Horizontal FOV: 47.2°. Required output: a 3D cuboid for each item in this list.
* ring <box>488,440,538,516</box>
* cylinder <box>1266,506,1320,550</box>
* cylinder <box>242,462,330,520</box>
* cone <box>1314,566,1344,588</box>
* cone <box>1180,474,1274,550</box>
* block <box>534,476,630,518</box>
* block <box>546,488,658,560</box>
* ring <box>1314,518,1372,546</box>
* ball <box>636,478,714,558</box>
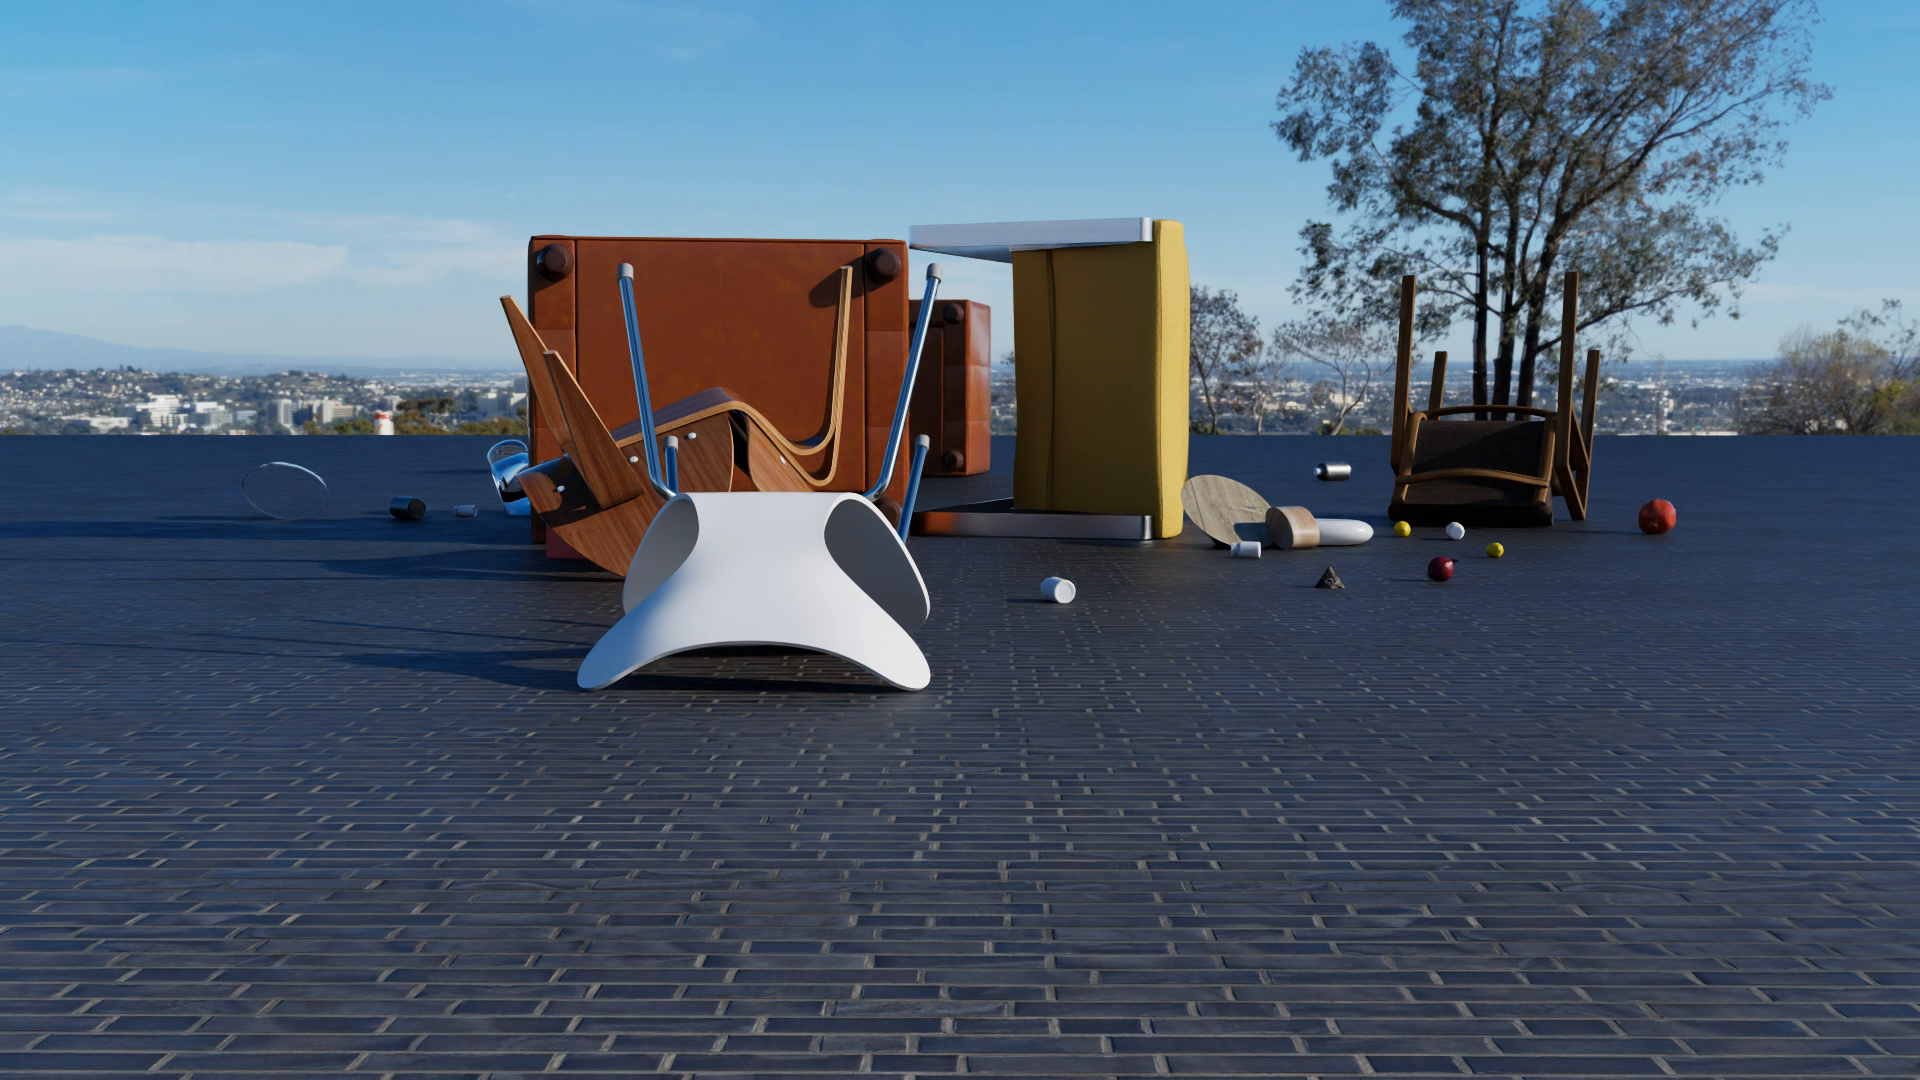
[{"bbox_3d":[-1.592,-0.219,7.885,0.145,0.280,0.314,-20,26,-12],"label":"ring"},{"bbox_3d":[0.939,-0.035,6.210,0.094,0.092,0.147,-2,42,-29],"label":"cylinder"},{"bbox_3d":[-2.329,-0.170,7.606,0.286,0.185,0.173,14,0,-16],"label":"cylinder"},{"bbox_3d":[0.838,0.082,4.984,0.067,0.050,0.076,2,4,24],"label":"cone"},{"bbox_3d":[0.756,-0.035,6.322,0.297,0.121,0.353,10,35,-13],"label":"cone"},{"bbox_3d":[-1.326,-0.152,7.732,0.298,0.141,0.195,0,4,2],"label":"block"},{"bbox_3d":[-0.954,-0.046,5.938,0.199,0.176,0.276,2,4,24],"label":"block"},{"bbox_3d":[1.015,-0.023,6.367,0.358,0.072,0.218,0,3,10],"label":"ring"},{"bbox_3d":[-0.760,-0.059,5.870,0.210,0.210,0.210,0,4,0],"label":"ball"}]
